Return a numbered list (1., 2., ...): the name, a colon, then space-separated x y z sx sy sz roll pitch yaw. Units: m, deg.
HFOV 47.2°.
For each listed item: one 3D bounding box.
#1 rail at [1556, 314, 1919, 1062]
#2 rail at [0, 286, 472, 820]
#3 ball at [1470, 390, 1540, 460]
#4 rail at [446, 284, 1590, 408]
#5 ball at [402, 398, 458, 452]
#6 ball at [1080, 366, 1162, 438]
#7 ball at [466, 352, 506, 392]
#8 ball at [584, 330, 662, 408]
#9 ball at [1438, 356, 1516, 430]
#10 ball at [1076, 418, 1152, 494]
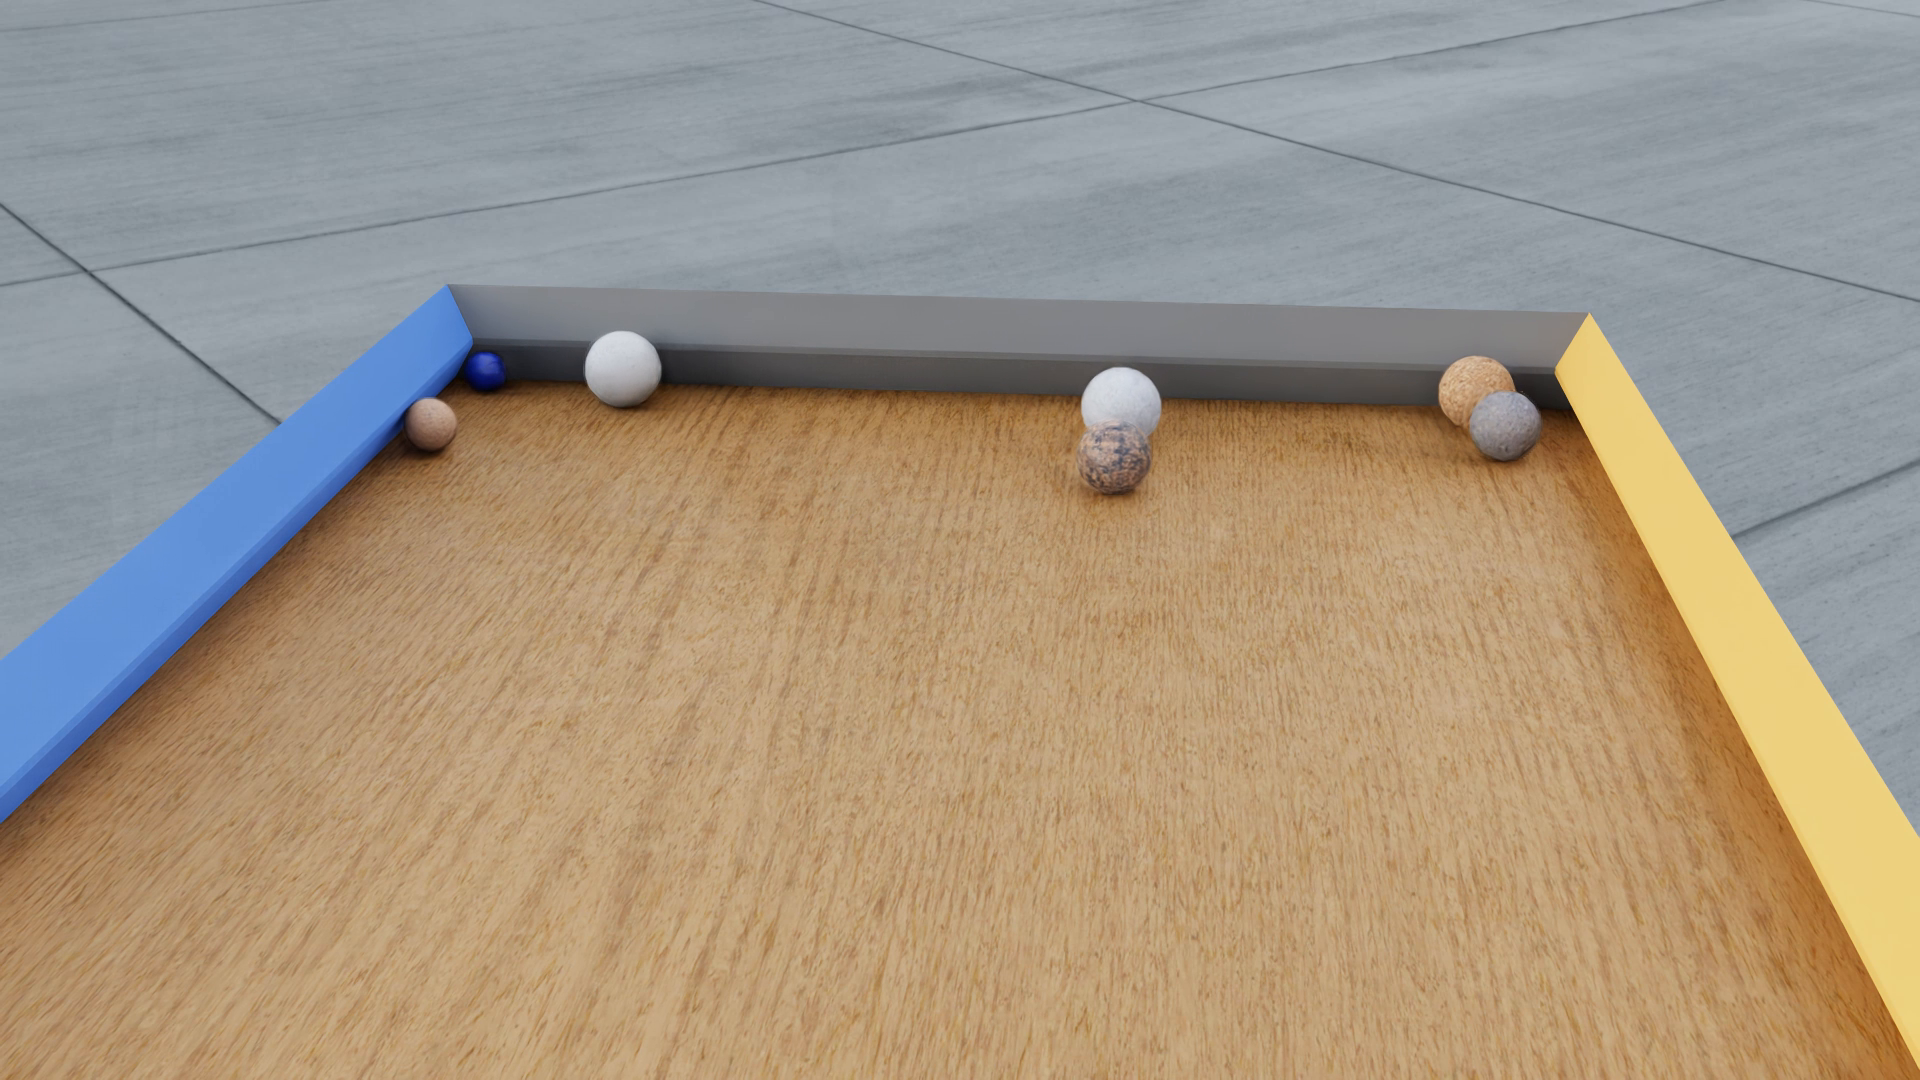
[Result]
1. rail: 0.664 0.237 1.660 0.045 0.129 2.541 2 22 5
2. rail: -0.783 0.187 1.786 0.045 0.129 2.541 2 22 5
3. ball: 0.660 -0.139 2.665 0.084 0.084 0.084 0 22 0
4. rail: 0.057 -0.248 2.876 1.501 0.129 0.045 2 22 5
5. ball: -0.650 -0.141 2.698 0.065 0.065 0.065 0 22 0
6. ball: 0.198 -0.164 2.710 0.099 0.099 0.099 0 22 0
7. ball: -0.629 -0.223 2.920 0.053 0.053 0.053 0 22 0
8. ball: -0.437 -0.222 2.854 0.099 0.099 0.099 0 22 0
9. ball: 0.651 -0.185 2.769 0.094 0.094 0.094 0 22 0
10. ball: 0.179 -0.098 2.559 0.088 0.088 0.088 0 22 0
